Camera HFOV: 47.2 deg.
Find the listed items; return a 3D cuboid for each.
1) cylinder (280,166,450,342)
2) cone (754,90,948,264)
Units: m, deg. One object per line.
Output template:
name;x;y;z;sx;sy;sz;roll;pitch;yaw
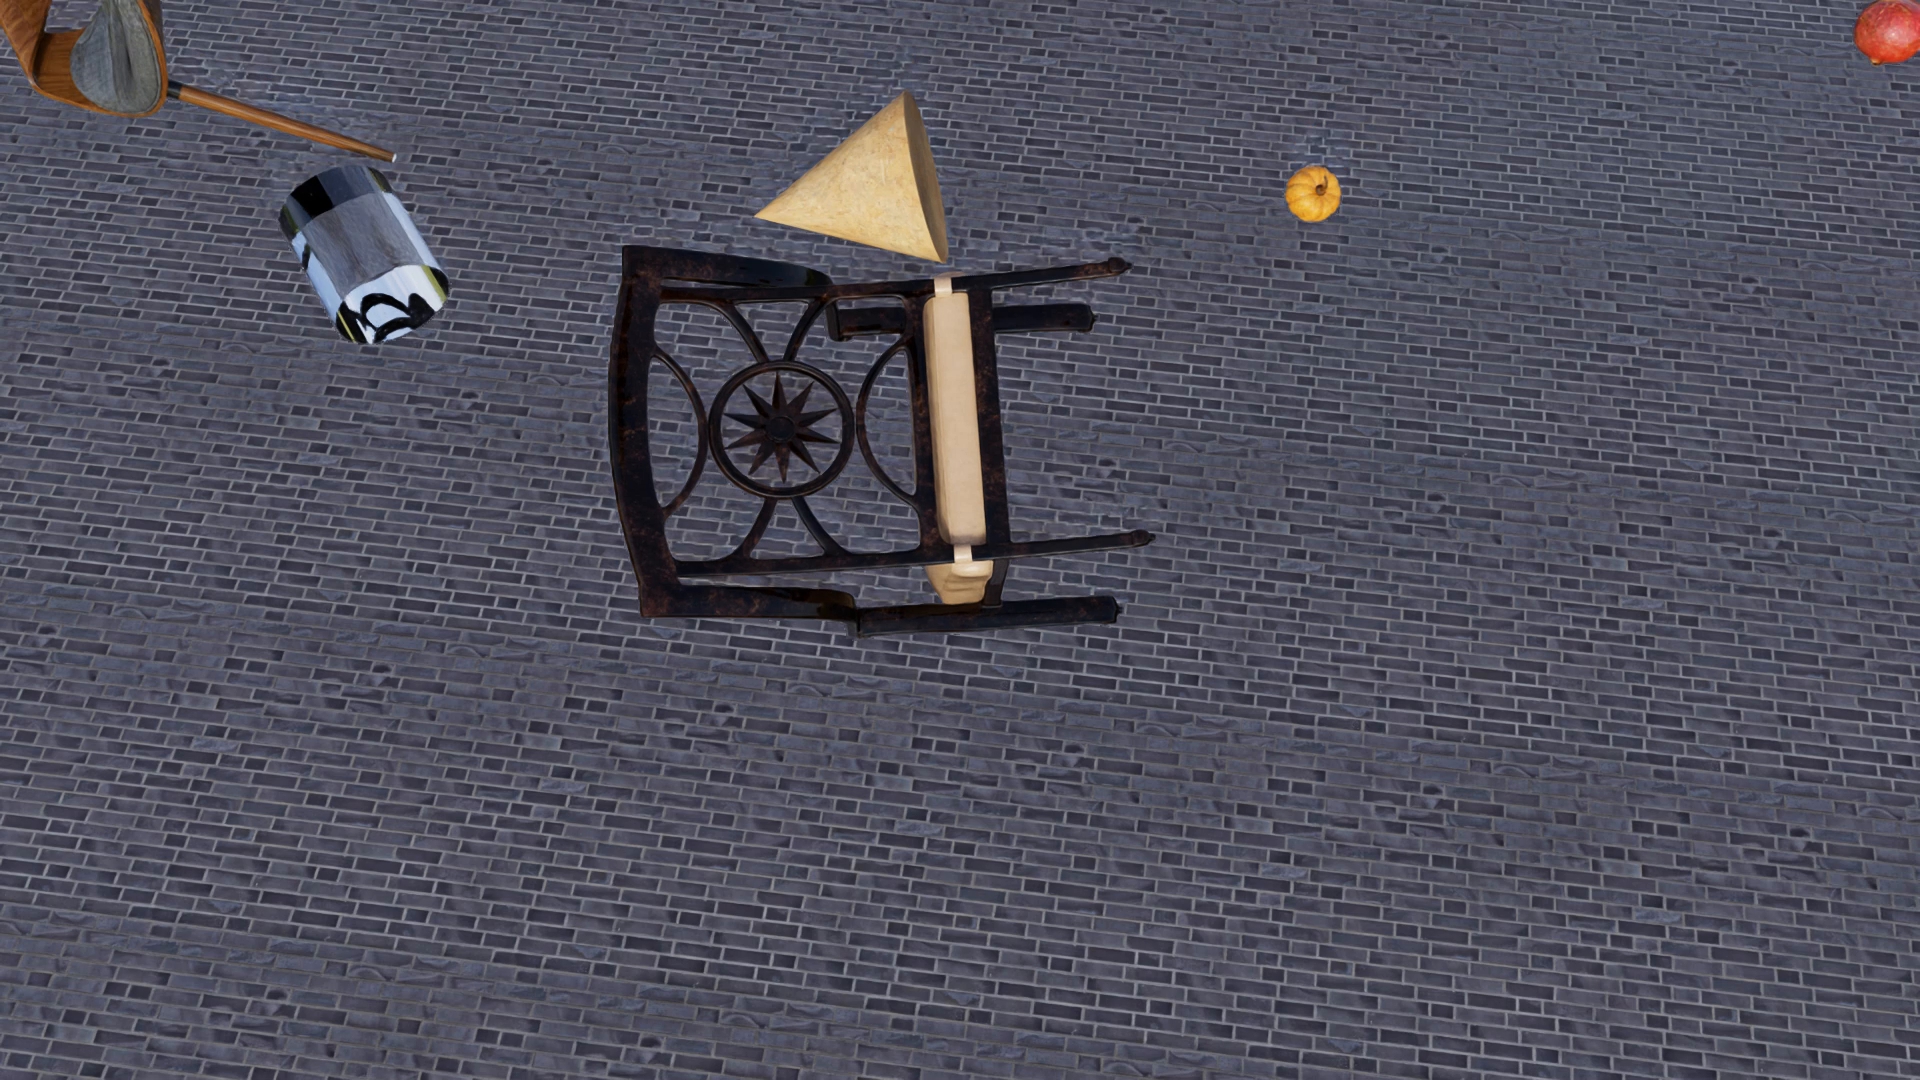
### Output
cylinder;-1.009;-0.485;3.720;0.199;0.155;0.269;-27;58;-15
cone;-0.176;-0.500;3.207;0.263;0.234;0.256;-11;83;9
